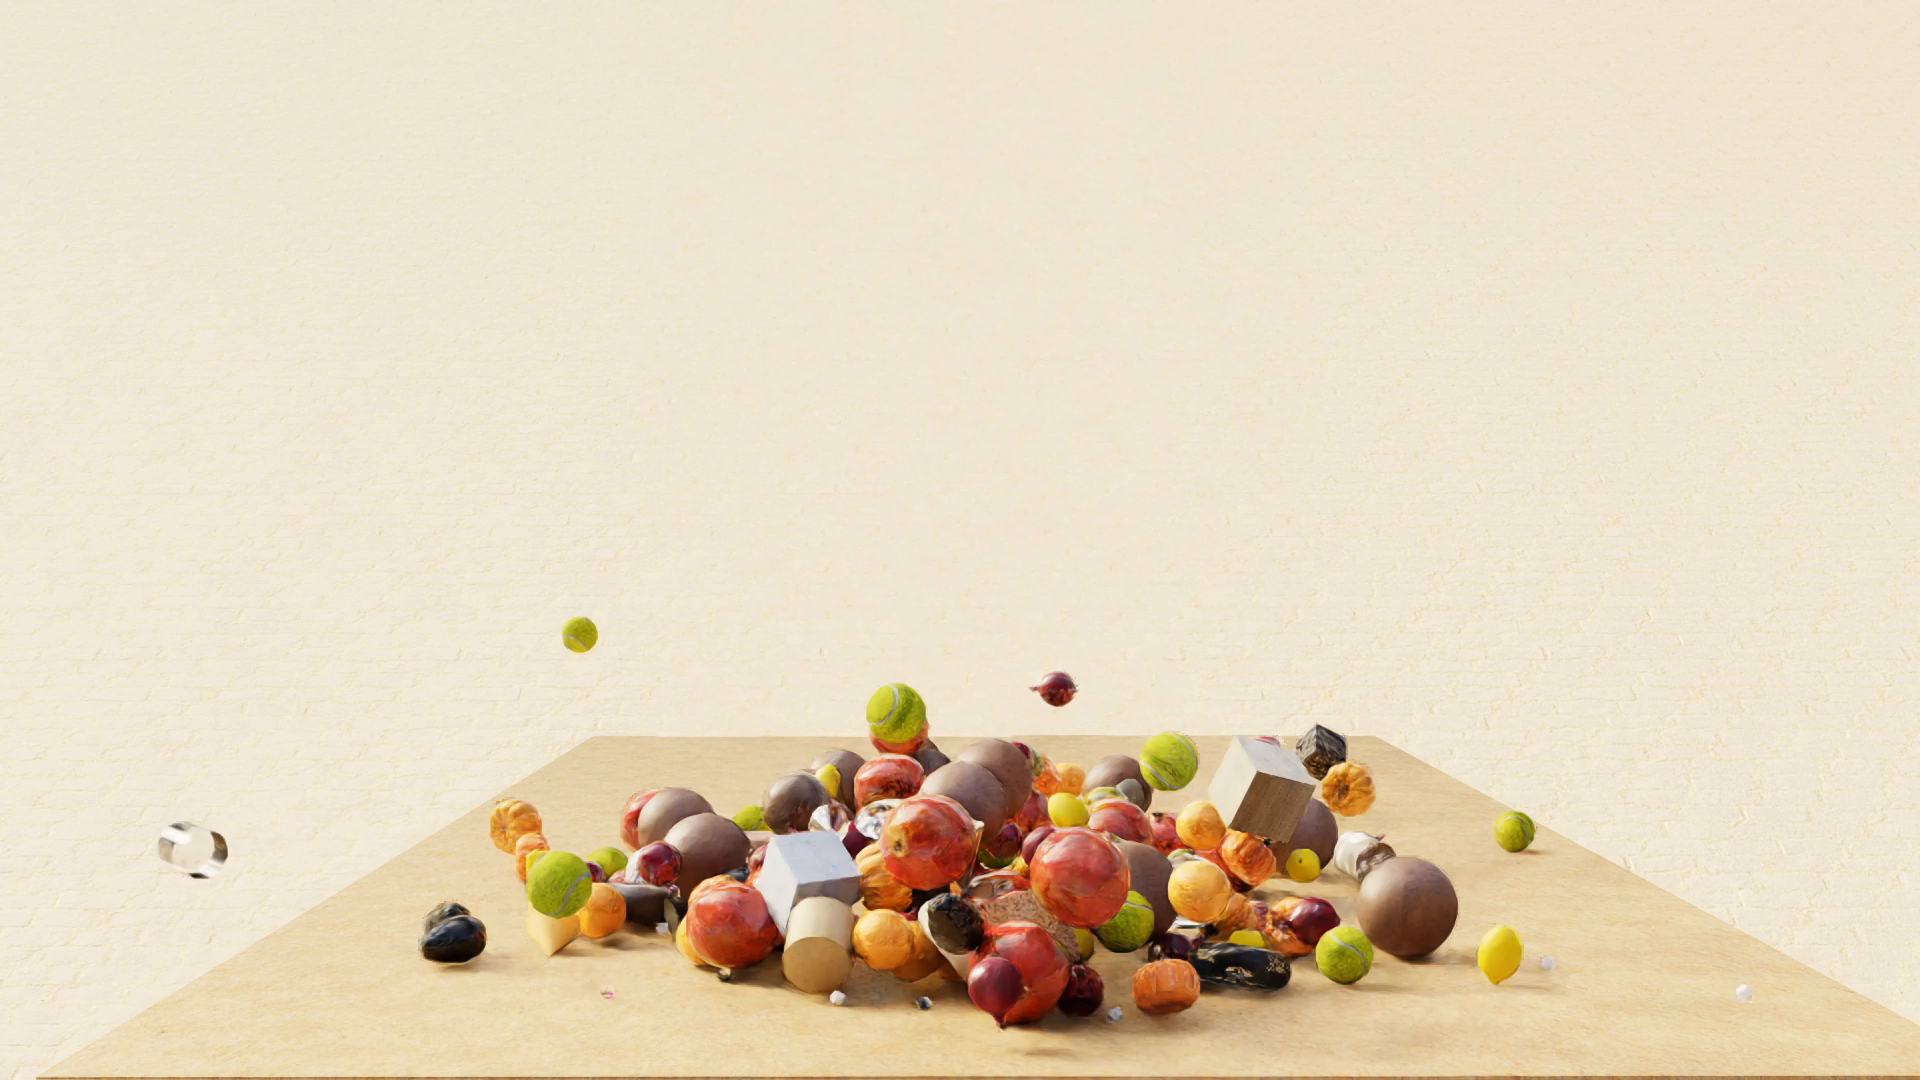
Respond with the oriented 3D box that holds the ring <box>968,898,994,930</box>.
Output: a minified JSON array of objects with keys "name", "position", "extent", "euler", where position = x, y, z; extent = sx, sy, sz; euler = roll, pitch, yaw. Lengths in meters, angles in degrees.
[{"name":"ring","position":[0.061,0.505,3.434],"extent":[0.109,0.036,0.109],"euler":[18,-6,2]}]

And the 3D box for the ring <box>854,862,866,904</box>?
[{"name":"ring","position":[-0.178,0.460,3.519],"extent":[0.106,0.035,0.106],"euler":[18,25,-8]}]

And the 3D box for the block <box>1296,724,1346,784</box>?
[{"name":"block","position":[0.692,0.409,4.956],"extent":[0.068,0.068,0.068],"euler":[26,42,-15]}]

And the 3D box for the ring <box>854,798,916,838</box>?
[{"name":"ring","position":[-0.097,0.364,3.382],"extent":[0.082,0.027,0.082],"euler":[-9,19,3]}]

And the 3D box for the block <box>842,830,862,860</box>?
[{"name":"block","position":[-0.174,0.425,3.472],"extent":[0.058,0.058,0.058],"euler":[22,36,3]}]

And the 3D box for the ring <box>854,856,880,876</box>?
[{"name":"ring","position":[-0.154,0.515,4.086],"extent":[0.077,0.026,0.077],"euler":[0,0,0]}]

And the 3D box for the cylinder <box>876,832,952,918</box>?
[{"name":"cylinder","position":[-0.060,0.430,3.320],"extent":[0.077,0.077,0.077],"euler":[-9,34,-17]}]

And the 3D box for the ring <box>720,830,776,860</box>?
[{"name":"ring","position":[-0.336,0.506,4.286],"extent":[0.122,0.041,0.122],"euler":[0,-1,0]}]

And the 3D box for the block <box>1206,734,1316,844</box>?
[{"name":"block","position":[0.402,0.332,3.452],"extent":[0.092,0.092,0.092],"euler":[16,22,-21]}]

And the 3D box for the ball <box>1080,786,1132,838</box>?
[{"name":"ball","position":[0.255,0.476,4.522],"extent":[0.091,0.091,0.091],"euler":[0,28,0]}]

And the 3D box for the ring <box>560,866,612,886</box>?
[{"name":"ring","position":[-0.574,0.516,3.969],"extent":[0.078,0.026,0.078],"euler":[-1,0,0]}]

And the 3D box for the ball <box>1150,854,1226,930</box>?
[{"name":"ball","position":[0.292,0.452,3.319],"extent":[0.097,0.097,0.097],"euler":[0,28,0]}]

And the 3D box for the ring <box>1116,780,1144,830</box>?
[{"name":"ring","position":[0.293,0.474,4.609],"extent":[0.034,0.101,0.101],"euler":[21,35,28]}]

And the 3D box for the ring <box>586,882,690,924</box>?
[{"name":"ring","position":[-0.442,0.501,3.563],"extent":[0.148,0.049,0.148],"euler":[4,-9,1]}]

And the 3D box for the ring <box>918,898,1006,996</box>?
[{"name":"ring","position":[0.003,0.477,3.032],"extent":[0.045,0.136,0.136],"euler":[-41,39,-6]}]

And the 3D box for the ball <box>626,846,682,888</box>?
[{"name":"ball","position":[-0.450,0.490,3.794],"extent":[0.082,0.082,0.082],"euler":[0,28,0]}]

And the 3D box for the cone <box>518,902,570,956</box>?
[{"name":"cone","position":[-0.529,0.519,3.342],"extent":[0.072,0.072,0.072],"euler":[-11,58,-19]}]

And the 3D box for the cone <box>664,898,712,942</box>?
[{"name":"cone","position":[-0.355,0.497,3.438],"extent":[0.061,0.061,0.061],"euler":[-14,31,-25]}]

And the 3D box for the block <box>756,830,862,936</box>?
[{"name":"block","position":[-0.184,0.416,3.140],"extent":[0.086,0.086,0.086],"euler":[-3,36,-29]}]

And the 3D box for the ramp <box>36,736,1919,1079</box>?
[{"name":"ramp","position":[0.064,0.572,4.614],"extent":[2.000,0.100,4.000],"euler":[0,1,0]}]

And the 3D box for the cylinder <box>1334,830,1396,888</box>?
[{"name":"cylinder","position":[0.610,0.481,3.895],"extent":[0.070,0.070,0.070],"euler":[-10,12,-18]}]

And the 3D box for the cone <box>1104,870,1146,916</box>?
[{"name":"cone","position":[0.218,0.450,3.367],"extent":[0.056,0.056,0.056],"euler":[3,37,-2]}]

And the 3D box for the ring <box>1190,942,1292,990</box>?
[{"name":"ring","position":[0.334,0.508,3.075],"extent":[0.122,0.041,0.122],"euler":[10,-16,3]}]

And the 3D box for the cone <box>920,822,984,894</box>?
[{"name":"cone","position":[-0.001,0.411,3.287],"extent":[0.085,0.085,0.085],"euler":[-12,2,0]}]

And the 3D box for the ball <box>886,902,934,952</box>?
[{"name":"ball","position":[-0.058,0.496,3.361],"extent":[0.076,0.076,0.076],"euler":[0,28,0]}]

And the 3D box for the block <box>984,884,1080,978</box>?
[{"name":"block","position":[0.085,0.456,3.005],"extent":[0.076,0.076,0.076],"euler":[-20,64,15]}]

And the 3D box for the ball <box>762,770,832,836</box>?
[{"name":"ball","position":[-0.223,0.362,3.518],"extent":[0.096,0.096,0.096],"euler":[0,28,0]}]

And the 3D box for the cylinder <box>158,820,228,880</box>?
[{"name":"cylinder","position":[-1.092,0.441,3.677],"extent":[0.071,0.071,0.071],"euler":[10,27,45]}]
